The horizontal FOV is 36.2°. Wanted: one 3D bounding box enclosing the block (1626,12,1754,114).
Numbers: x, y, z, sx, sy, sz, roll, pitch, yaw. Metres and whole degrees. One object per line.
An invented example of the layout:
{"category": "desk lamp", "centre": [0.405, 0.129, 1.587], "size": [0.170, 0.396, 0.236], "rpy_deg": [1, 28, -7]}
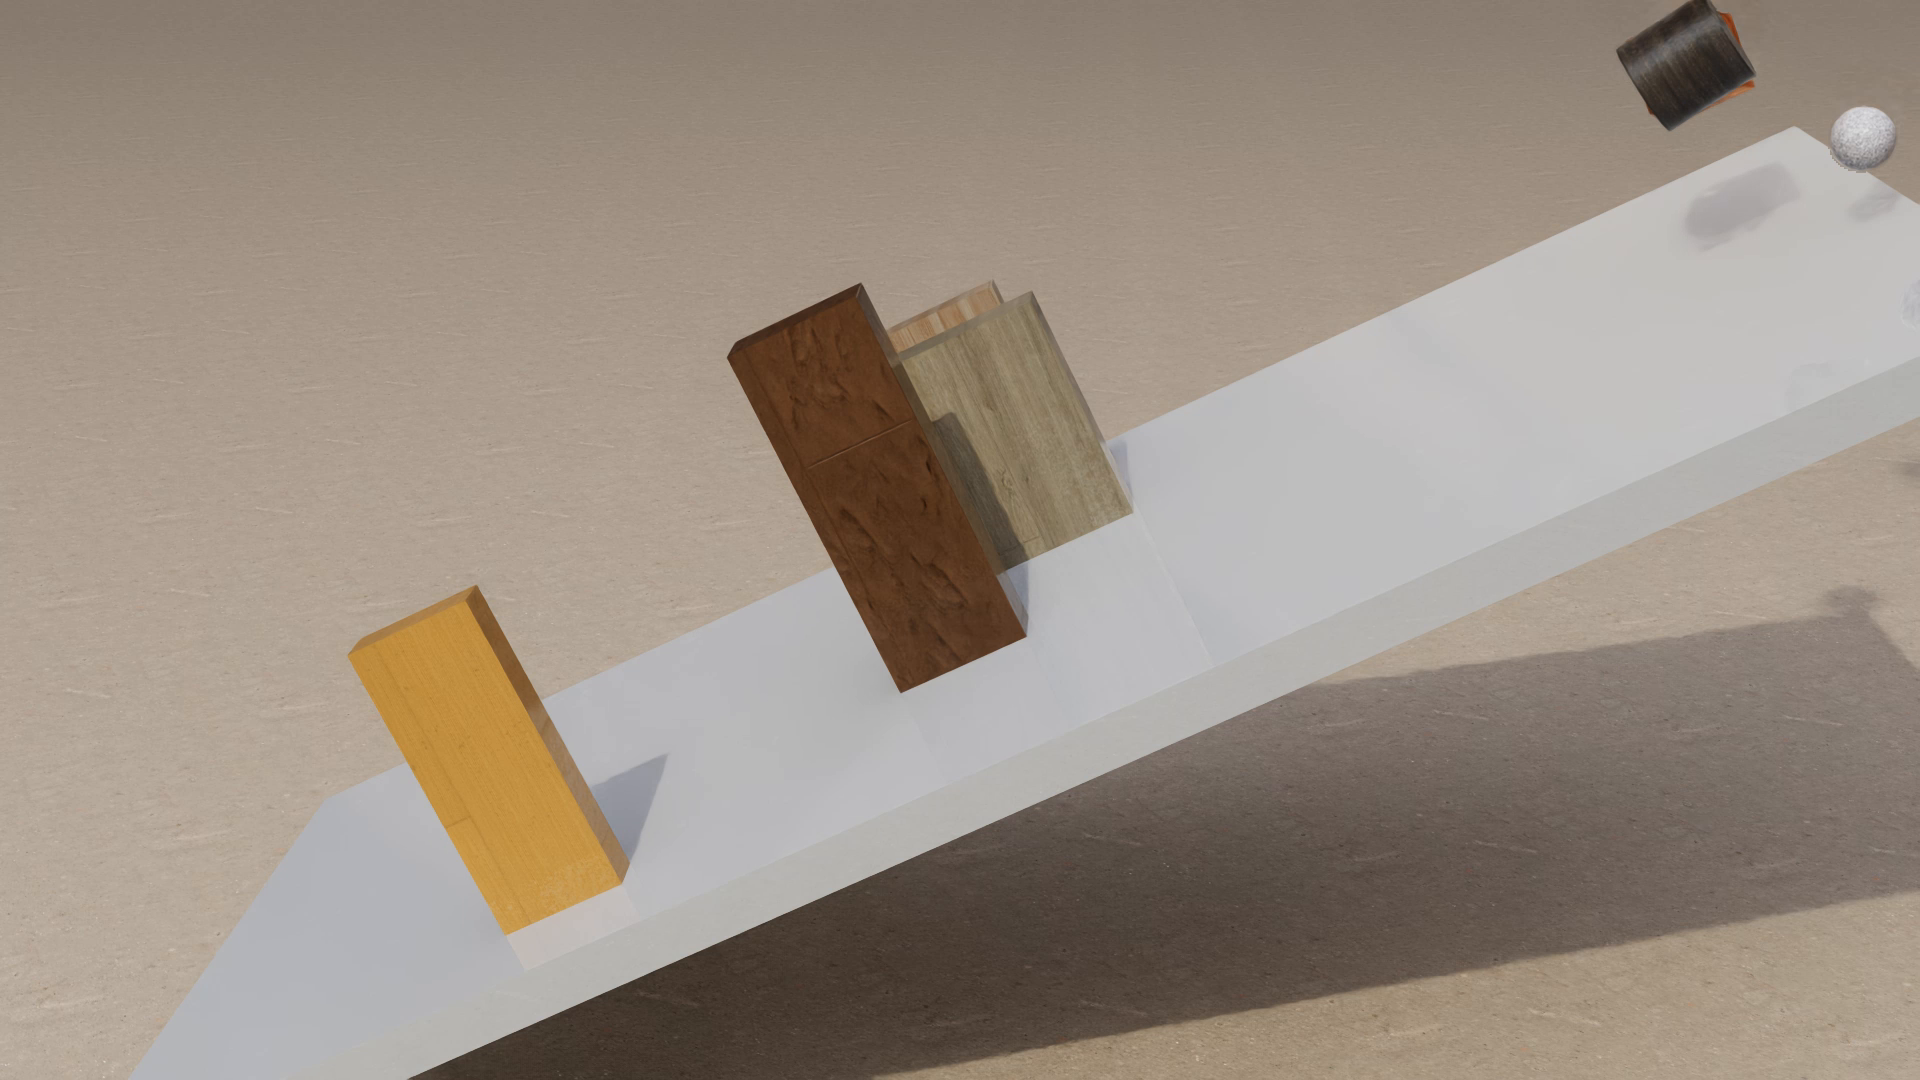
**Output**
{"category": "block", "centre": [1.494, -0.973, 6.015], "size": [0.162, 0.162, 0.162], "rpy_deg": [-22, -11, 39]}

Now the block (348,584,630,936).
{"category": "block", "centre": [-0.907, 0.428, 5.691], "size": [0.259, 0.635, 0.104], "rpy_deg": [-25, 13, 9]}

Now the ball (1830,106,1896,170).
{"category": "ball", "centre": [1.767, -0.785, 5.752], "size": [0.125, 0.125, 0.125], "rpy_deg": [0, 16, 0]}

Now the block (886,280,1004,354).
{"category": "block", "centre": [0.002, -0.265, 6.790], "size": [0.424, 0.538, 0.082], "rpy_deg": [-25, 13, 9]}

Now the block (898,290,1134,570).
{"category": "block", "centre": [0.097, -0.226, 6.492], "size": [0.384, 0.523, 0.123], "rpy_deg": [-25, 13, 9]}

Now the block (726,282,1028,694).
{"category": "block", "centre": [-0.160, -0.103, 5.964], "size": [0.286, 0.778, 0.144], "rpy_deg": [-25, 13, 9]}

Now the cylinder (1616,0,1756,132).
{"category": "cylinder", "centre": [1.437, -0.946, 5.820], "size": [0.196, 0.196, 0.196], "rpy_deg": [-33, 5, 21]}

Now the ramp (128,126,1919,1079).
{"category": "ramp", "centre": [0.137, 0.168, 6.281], "size": [4.000, 0.100, 2.000], "rpy_deg": [-25, 13, 9]}
